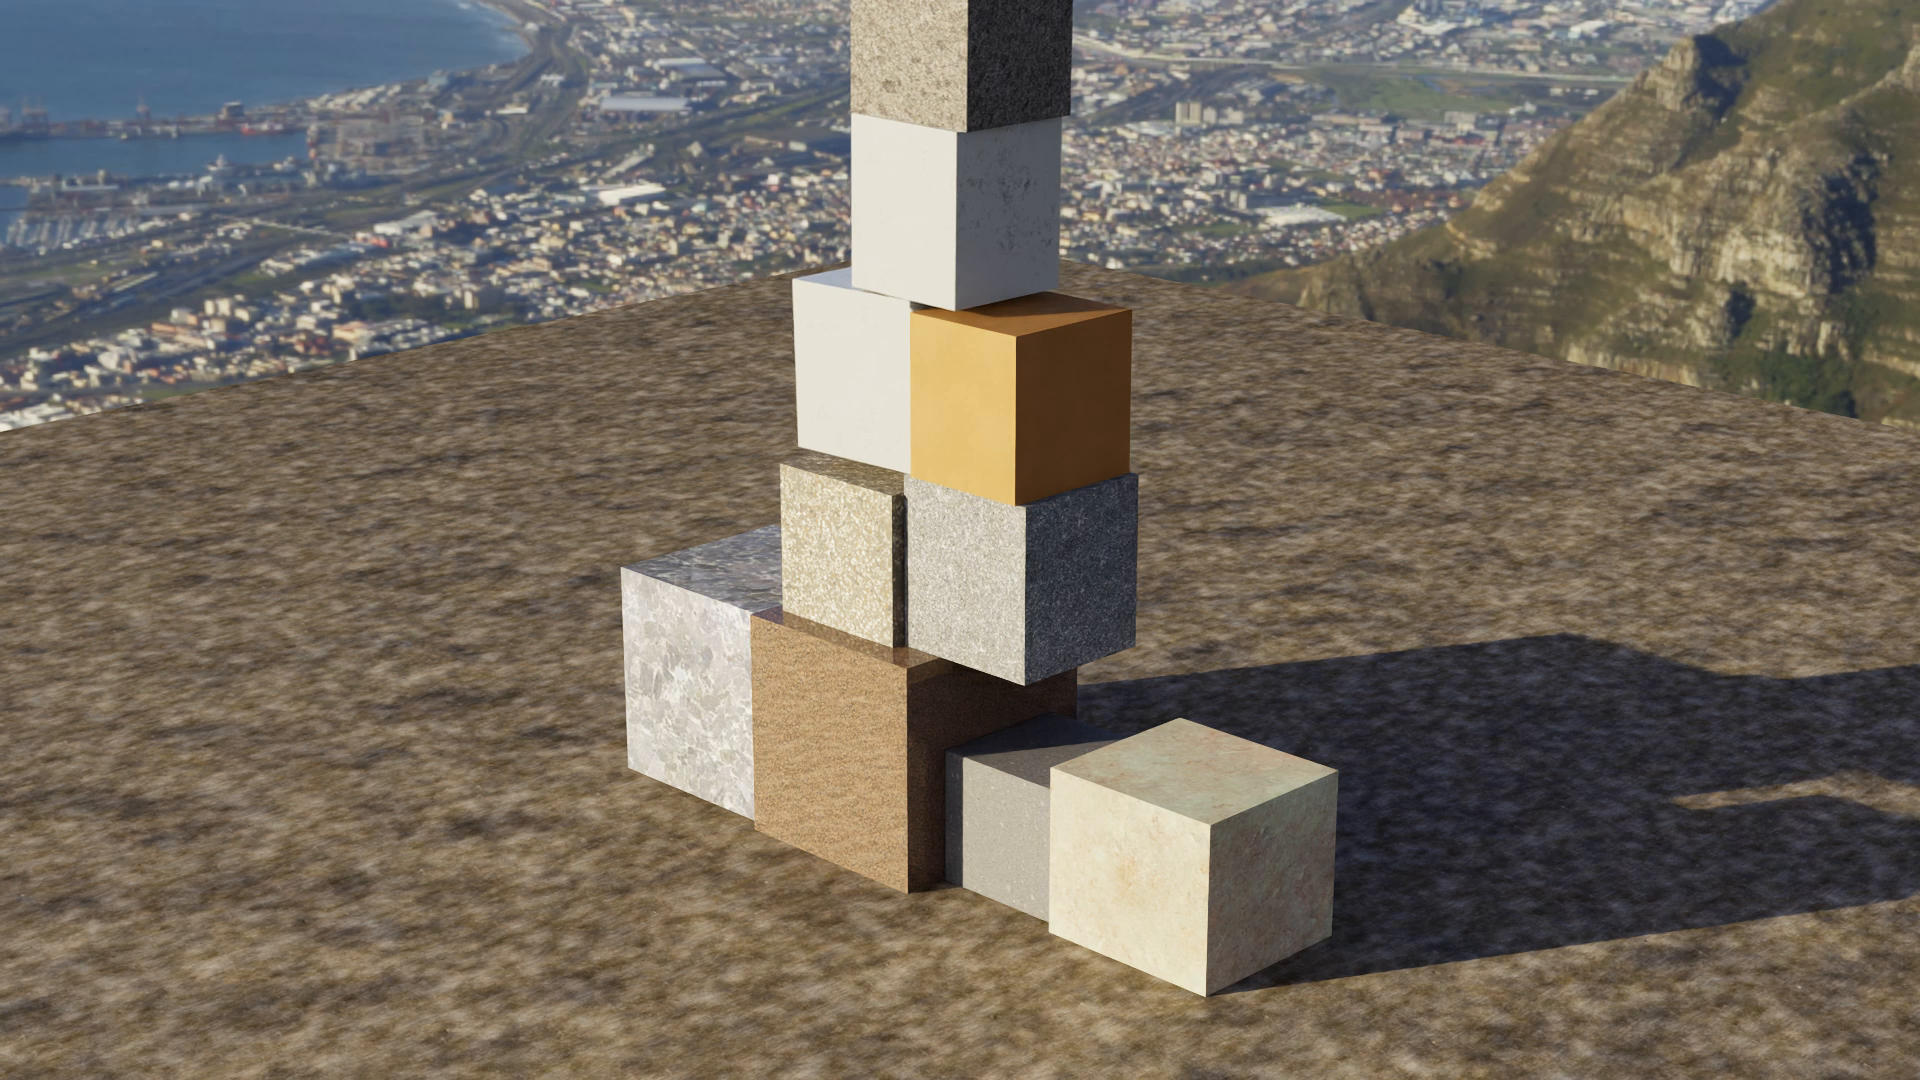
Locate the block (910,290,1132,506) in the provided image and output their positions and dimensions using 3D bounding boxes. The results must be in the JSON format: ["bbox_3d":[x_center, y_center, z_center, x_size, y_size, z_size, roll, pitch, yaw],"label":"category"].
[{"bbox_3d":[0.267,-0.642,12.849,0.730,0.742,0.638,-17,24,-42],"label":"block"}]

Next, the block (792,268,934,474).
[{"bbox_3d":[-0.231,-0.808,13.341,0.706,0.782,0.760,-17,22,-42],"label":"block"}]

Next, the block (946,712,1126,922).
[{"bbox_3d":[0.431,1.252,13.303,0.698,0.634,0.708,-17,24,-42],"label":"block"}]

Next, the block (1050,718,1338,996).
[{"bbox_3d":[1.009,1.356,12.736,0.850,0.776,0.899,-17,24,-42],"label":"block"}]

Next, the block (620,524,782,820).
[{"bbox_3d":[-0.946,0.641,14.541,0.998,1.058,1.034,-17,24,-42],"label":"block"}]

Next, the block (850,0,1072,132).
[{"bbox_3d":[0.005,-2.232,12.654,0.640,0.784,0.713,-17,25,-42],"label":"block"}]

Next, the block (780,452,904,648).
[{"bbox_3d":[-0.278,-0.019,13.606,0.812,0.714,0.741,-17,24,-42],"label":"block"}]

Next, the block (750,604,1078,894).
[{"bbox_3d":[-0.213,0.855,13.819,1.113,1.082,1.047,-17,24,-42],"label":"block"}]

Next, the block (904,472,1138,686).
[{"bbox_3d":[0.271,0.092,13.098,0.723,0.807,0.747,-17,24,-42],"label":"block"}]

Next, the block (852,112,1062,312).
[{"bbox_3d":[-0.018,-1.488,12.879,0.650,0.770,0.647,-17,25,-42],"label":"block"}]
